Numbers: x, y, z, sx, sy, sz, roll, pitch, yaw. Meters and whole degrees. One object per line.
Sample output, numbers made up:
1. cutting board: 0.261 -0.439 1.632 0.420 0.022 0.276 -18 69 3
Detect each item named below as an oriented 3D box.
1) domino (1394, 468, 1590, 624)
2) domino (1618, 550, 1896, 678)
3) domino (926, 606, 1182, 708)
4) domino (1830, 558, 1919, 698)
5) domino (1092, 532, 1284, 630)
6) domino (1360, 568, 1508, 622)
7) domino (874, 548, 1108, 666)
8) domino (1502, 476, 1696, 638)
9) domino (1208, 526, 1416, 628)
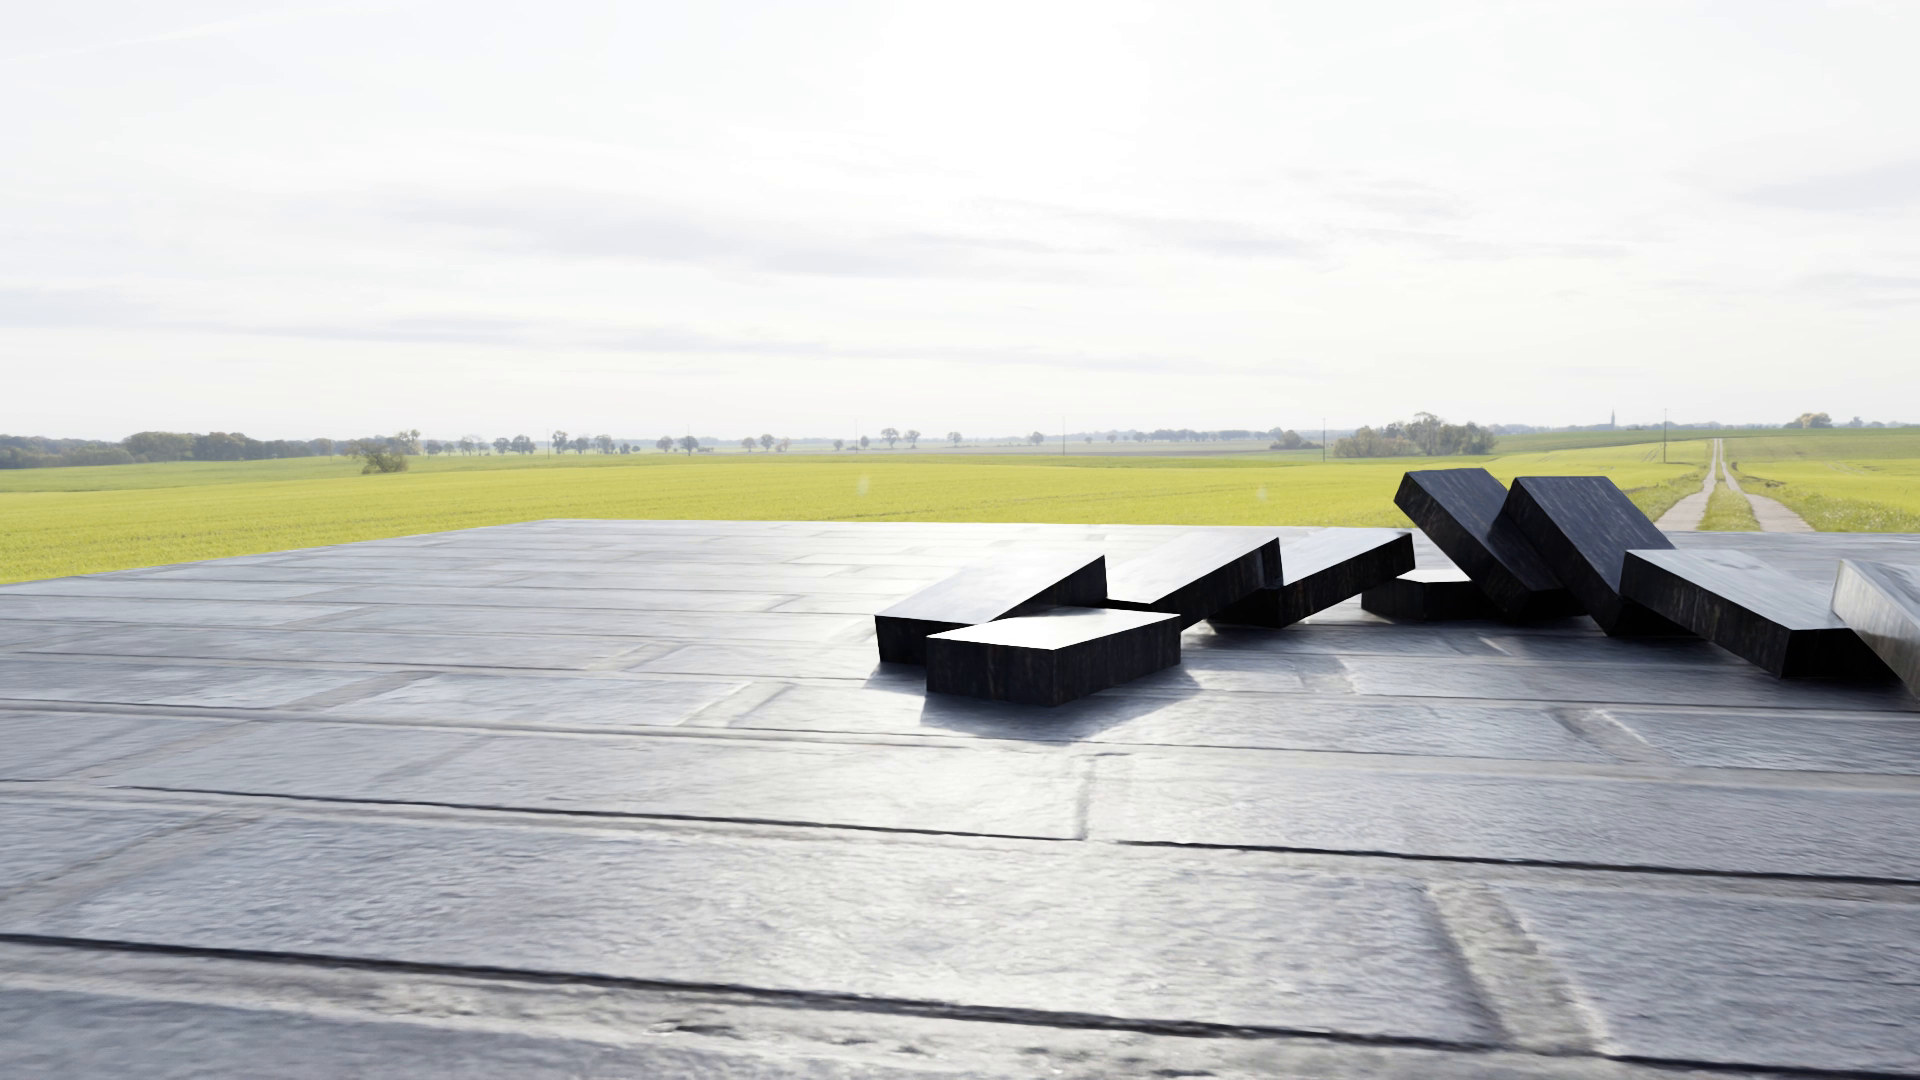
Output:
1. domino: 0.134 0.000 0.319 0.025 0.010 0.050 -4 37 -20
2. domino: 0.159 0.014 0.257 0.025 0.009 0.050 0 16 -6
3. domino: 0.019 0.020 0.235 0.025 0.010 0.050 3 5 34
4. domino: 0.169 0.016 0.215 0.025 0.009 0.050 7 17 17
5. domino: 0.049 0.010 0.295 0.050 0.009 0.025 -22 18 -41
6. domino: 0.131 0.013 0.326 0.050 0.009 0.025 -1 4 -17
7. domino: 0.008 0.013 0.264 0.025 0.010 0.050 3 16 33
8. domino: 0.152 0.003 0.302 0.025 0.010 0.050 -1 36 -9
9. domino: 0.086 0.008 0.317 0.050 0.010 0.025 -18 13 -32
